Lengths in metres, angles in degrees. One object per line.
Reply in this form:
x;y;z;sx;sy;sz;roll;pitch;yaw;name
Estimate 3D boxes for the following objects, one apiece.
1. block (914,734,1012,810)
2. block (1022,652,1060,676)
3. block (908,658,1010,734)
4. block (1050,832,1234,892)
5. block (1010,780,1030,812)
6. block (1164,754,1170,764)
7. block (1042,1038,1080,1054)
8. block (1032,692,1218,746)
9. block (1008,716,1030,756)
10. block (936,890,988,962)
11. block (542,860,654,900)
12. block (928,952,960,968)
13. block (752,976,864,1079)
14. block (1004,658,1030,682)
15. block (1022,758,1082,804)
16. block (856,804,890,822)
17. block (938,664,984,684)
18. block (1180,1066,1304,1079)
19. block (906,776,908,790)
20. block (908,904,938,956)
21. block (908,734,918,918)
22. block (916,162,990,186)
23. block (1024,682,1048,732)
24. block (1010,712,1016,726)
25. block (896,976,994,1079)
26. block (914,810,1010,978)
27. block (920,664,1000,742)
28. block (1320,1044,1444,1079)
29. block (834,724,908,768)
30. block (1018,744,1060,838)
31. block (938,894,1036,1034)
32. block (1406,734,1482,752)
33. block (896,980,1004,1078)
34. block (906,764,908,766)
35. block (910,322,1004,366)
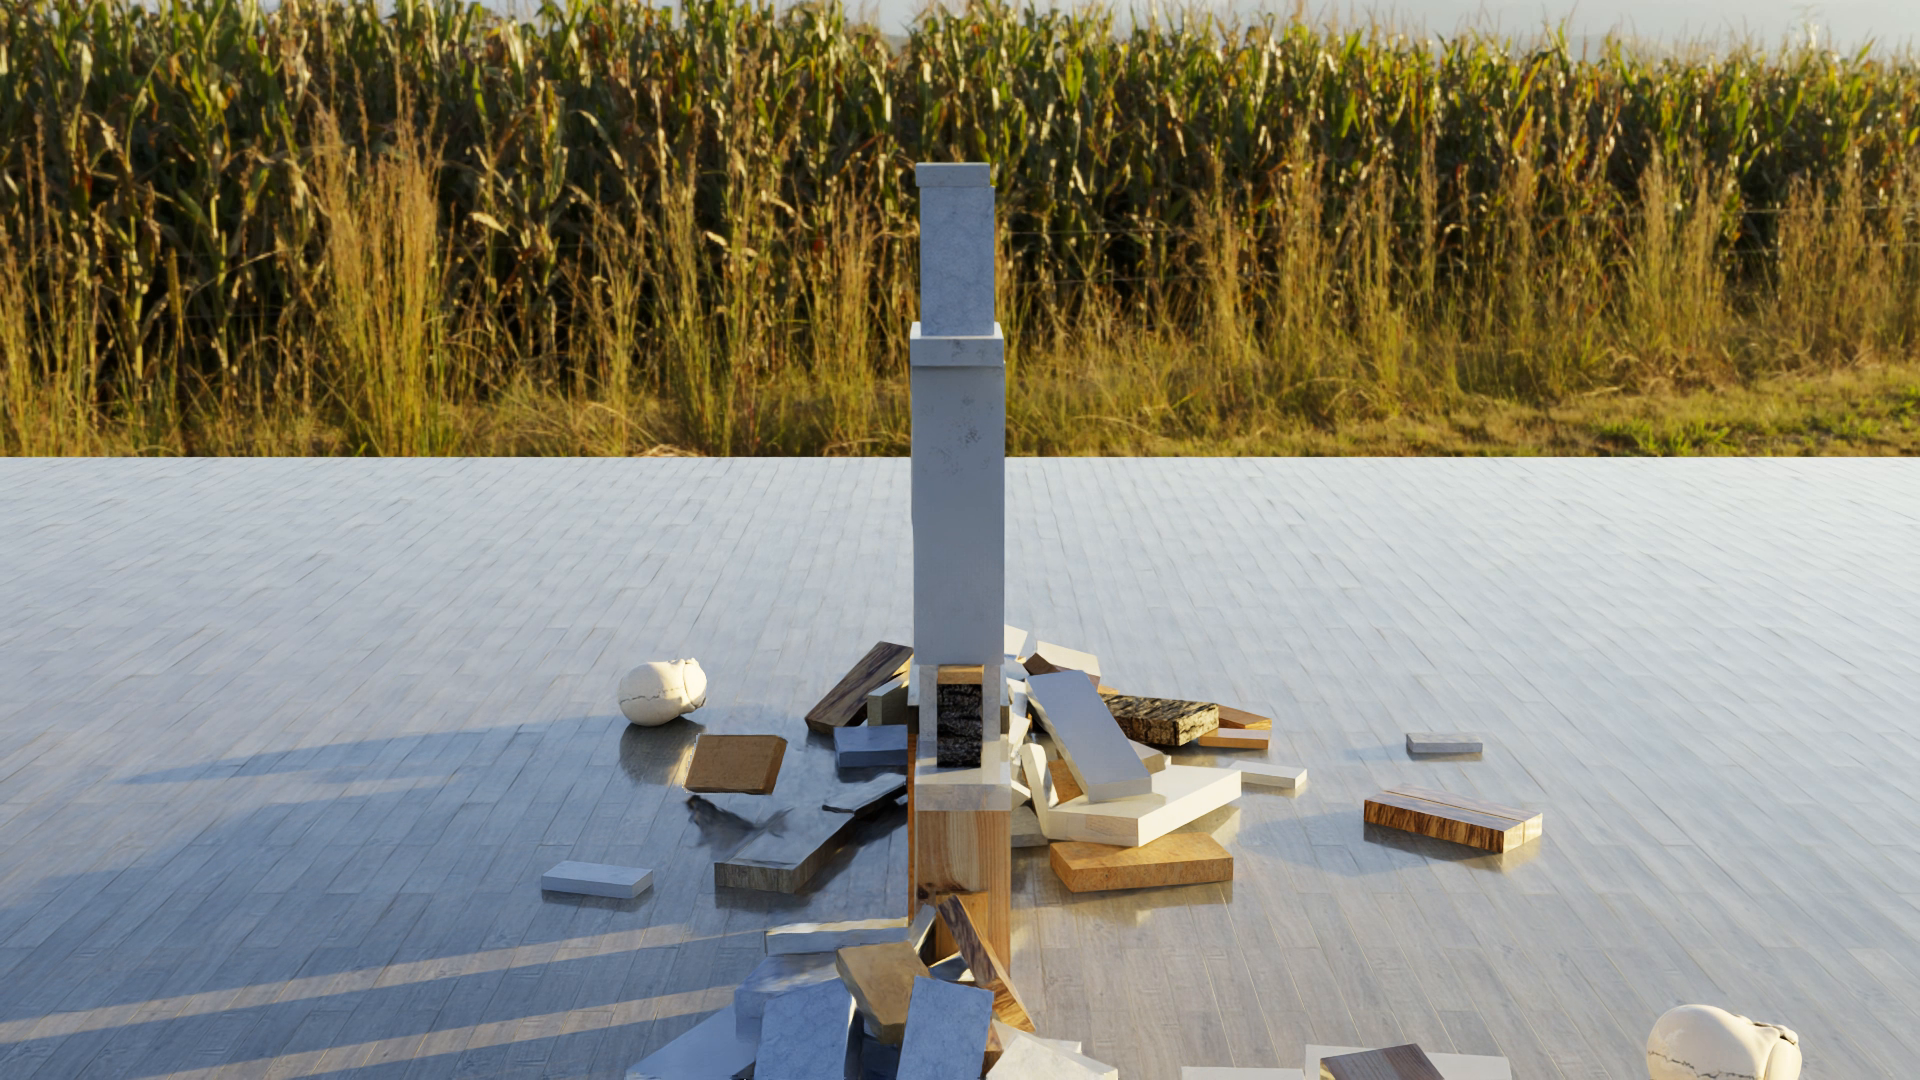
0.004;0.347;3.324;0.141;0.040;0.282;0;11;0;block
0.241;0.340;4.491;0.039;0.138;0.275;-42;34;-8;block
-0.003;0.252;3.600;0.160;0.045;0.320;0;11;0;block
0.310;0.551;3.769;0.283;0.040;0.142;-2;11;-13;block
0.059;0.463;3.846;0.061;0.122;0.017;32;33;-24;block
0.361;0.454;4.339;0.080;0.023;0.159;3;11;16;block
0.054;0.704;2.977;0.204;0.029;0.102;2;11;13;block
0.347;0.374;4.637;0.351;0.050;0.176;3;10;33;block
0.069;0.339;3.915;0.083;0.024;0.166;19;13;8;block
0.002;0.592;3.233;0.077;0.154;0.022;1;11;2;block
-0.611;0.572;3.704;0.166;0.024;0.083;3;11;17;block
-0.054;0.643;3.152;0.022;0.077;0.154;45;24;18;block
-0.192;0.664;2.760;0.131;0.037;0.262;-20;29;14;block
0.046;0.291;4.510;0.156;0.044;0.311;19;13;10;block
0.179;0.470;4.070;0.081;0.023;0.161;-12;34;-12;block
-0.176;0.496;4.121;0.070;0.020;0.140;2;11;12;block
0.002;0.190;3.290;0.066;0.019;0.131;0;11;2;block
0.362;0.742;2.727;0.158;0.045;0.317;0;11;2;block
-0.032;0.461;4.065;0.083;0.024;0.167;-6;-18;18;block
-0.080;0.606;3.171;0.022;0.077;0.154;24;52;13;block
-0.003;0.450;3.546;0.160;0.320;0.045;0;11;0;block
-0.010;-0.537;3.229;0.107;0.030;0.213;0;11;0;block
0.215;0.355;4.362;0.033;0.117;0.234;-50;32;-17;block
0.029;0.355;3.791;0.083;0.167;0.024;22;29;2;block
-0.024;0.627;2.633;0.099;0.028;0.197;12;55;0;block
0.004;0.522;3.261;0.141;0.282;0.040;0;10;0;block
0.000;0.164;3.394;0.125;0.294;0.035;0;12;-1;block
0.560;0.721;2.732;0.133;0.038;0.266;-6;20;-12;block
-0.132;0.415;4.463;0.238;0.034;0.119;-2;20;-8;block
0.149;0.449;3.934;0.024;0.166;0.083;-20;-15;14;block
0.035;0.576;2.972;0.030;0.106;0.212;-33;26;-2;block
0.999;0.418;4.538;0.142;0.020;0.071;0;11;0;block
-0.021;0.617;2.779;0.119;0.034;0.239;0;9;-7;block
0.002;0.374;4.111;0.156;0.044;0.329;17;13;2;block
-0.006;-0.294;3.277;0.135;0.038;0.269;0;11;0;block
